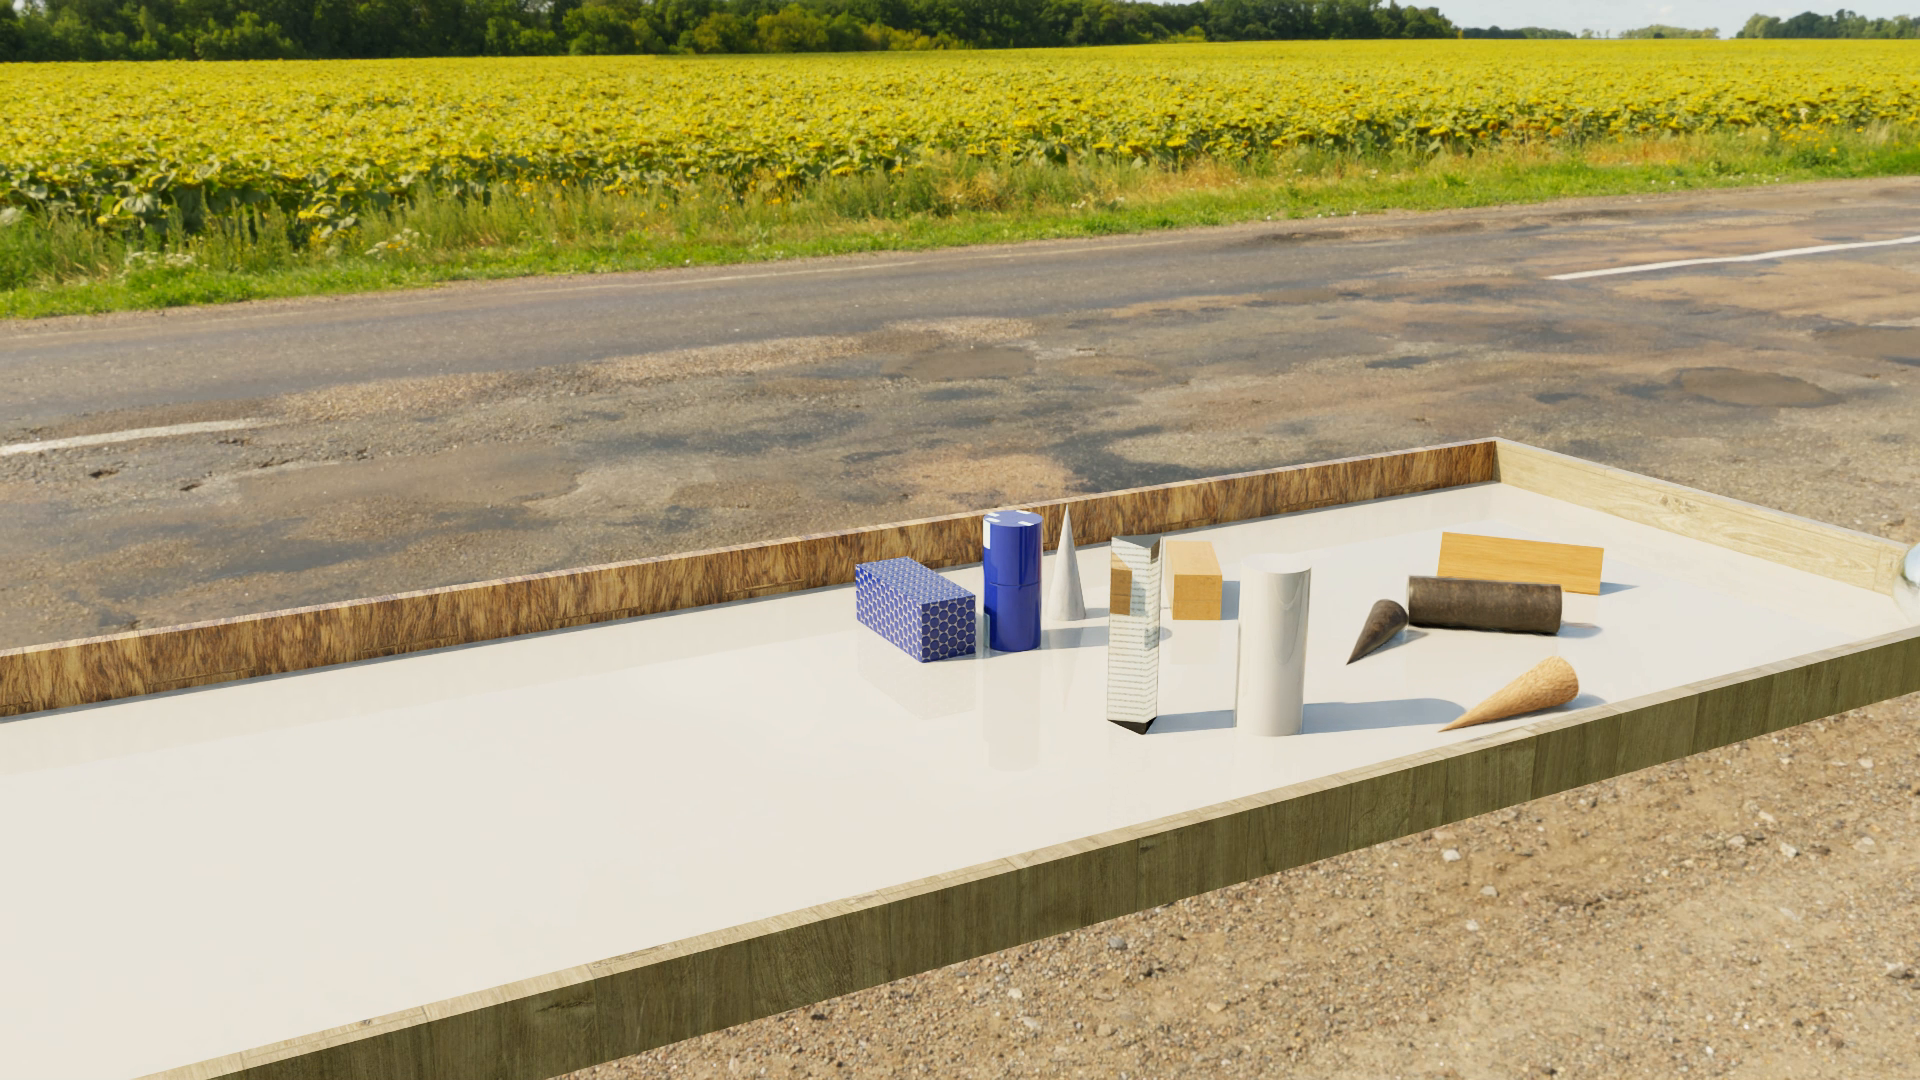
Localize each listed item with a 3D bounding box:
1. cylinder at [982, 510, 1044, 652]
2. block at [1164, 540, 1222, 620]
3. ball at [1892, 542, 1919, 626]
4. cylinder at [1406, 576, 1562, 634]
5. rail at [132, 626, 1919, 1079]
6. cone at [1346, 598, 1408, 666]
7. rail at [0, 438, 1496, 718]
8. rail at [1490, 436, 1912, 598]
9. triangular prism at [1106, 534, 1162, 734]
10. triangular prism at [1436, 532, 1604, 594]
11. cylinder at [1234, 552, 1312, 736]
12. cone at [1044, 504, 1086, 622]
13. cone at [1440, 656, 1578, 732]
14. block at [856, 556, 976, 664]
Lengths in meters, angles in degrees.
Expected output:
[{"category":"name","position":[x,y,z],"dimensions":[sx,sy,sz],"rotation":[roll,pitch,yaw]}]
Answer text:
[{"category":"cylinder","position":[0.140,0.108,4.376],"dimensions":[0.157,0.344,0.157],"rotation":[0,16,0]},{"category":"block","position":[0.667,0.113,4.735],"dimensions":[0.132,0.132,0.333],"rotation":[1,16,3]},{"category":"ball","position":[2.660,0.125,4.405],"dimensions":[0.295,0.295,0.295],"rotation":[0,16,0]},{"category":"cylinder","position":[1.432,0.177,4.523],"dimensions":[0.397,0.131,0.131],"rotation":[3,17,12]},{"category":"rail","position":[-2.336,1.006,1.665],"dimensions":[12.000,0.150,0.050],"rotation":[-9,18,-27]},{"category":"cone","position":[1.079,0.265,4.362],"dimensions":[0.102,0.102,0.306],"rotation":[11,29,33]},{"category":"rail","position":[-3.305,0.497,3.399],"dimensions":[12.000,0.150,0.050],"rotation":[-9,18,-27]},{"category":"rail","position":[2.466,-0.048,5.253],"dimensions":[0.050,0.150,2.100],"rotation":[-9,18,-27]},{"category":"triangular prism","position":[0.426,0.213,3.831],"dimensions":[0.104,0.451,0.120],"rotation":[-13,21,-37]},{"category":"triangular prism","position":[1.673,0.058,4.927],"dimensions":[0.458,0.123,0.142],"rotation":[7,18,21]},{"category":"cylinder","position":[0.724,0.242,3.829],"dimensions":[0.160,0.396,0.160],"rotation":[0,16,0]},{"category":"cone","position":[0.296,0.054,4.594],"dimensions":[0.116,0.325,0.116],"rotation":[0,16,0]},{"category":"cone","position":[1.280,0.392,3.917],"dimensions":[0.409,0.116,0.116],"rotation":[-18,23,-26]},{"category":"block","position":[-0.124,0.183,4.448],"dimensions":[0.161,0.161,0.394],"rotation":[-9,19,-27]}]
